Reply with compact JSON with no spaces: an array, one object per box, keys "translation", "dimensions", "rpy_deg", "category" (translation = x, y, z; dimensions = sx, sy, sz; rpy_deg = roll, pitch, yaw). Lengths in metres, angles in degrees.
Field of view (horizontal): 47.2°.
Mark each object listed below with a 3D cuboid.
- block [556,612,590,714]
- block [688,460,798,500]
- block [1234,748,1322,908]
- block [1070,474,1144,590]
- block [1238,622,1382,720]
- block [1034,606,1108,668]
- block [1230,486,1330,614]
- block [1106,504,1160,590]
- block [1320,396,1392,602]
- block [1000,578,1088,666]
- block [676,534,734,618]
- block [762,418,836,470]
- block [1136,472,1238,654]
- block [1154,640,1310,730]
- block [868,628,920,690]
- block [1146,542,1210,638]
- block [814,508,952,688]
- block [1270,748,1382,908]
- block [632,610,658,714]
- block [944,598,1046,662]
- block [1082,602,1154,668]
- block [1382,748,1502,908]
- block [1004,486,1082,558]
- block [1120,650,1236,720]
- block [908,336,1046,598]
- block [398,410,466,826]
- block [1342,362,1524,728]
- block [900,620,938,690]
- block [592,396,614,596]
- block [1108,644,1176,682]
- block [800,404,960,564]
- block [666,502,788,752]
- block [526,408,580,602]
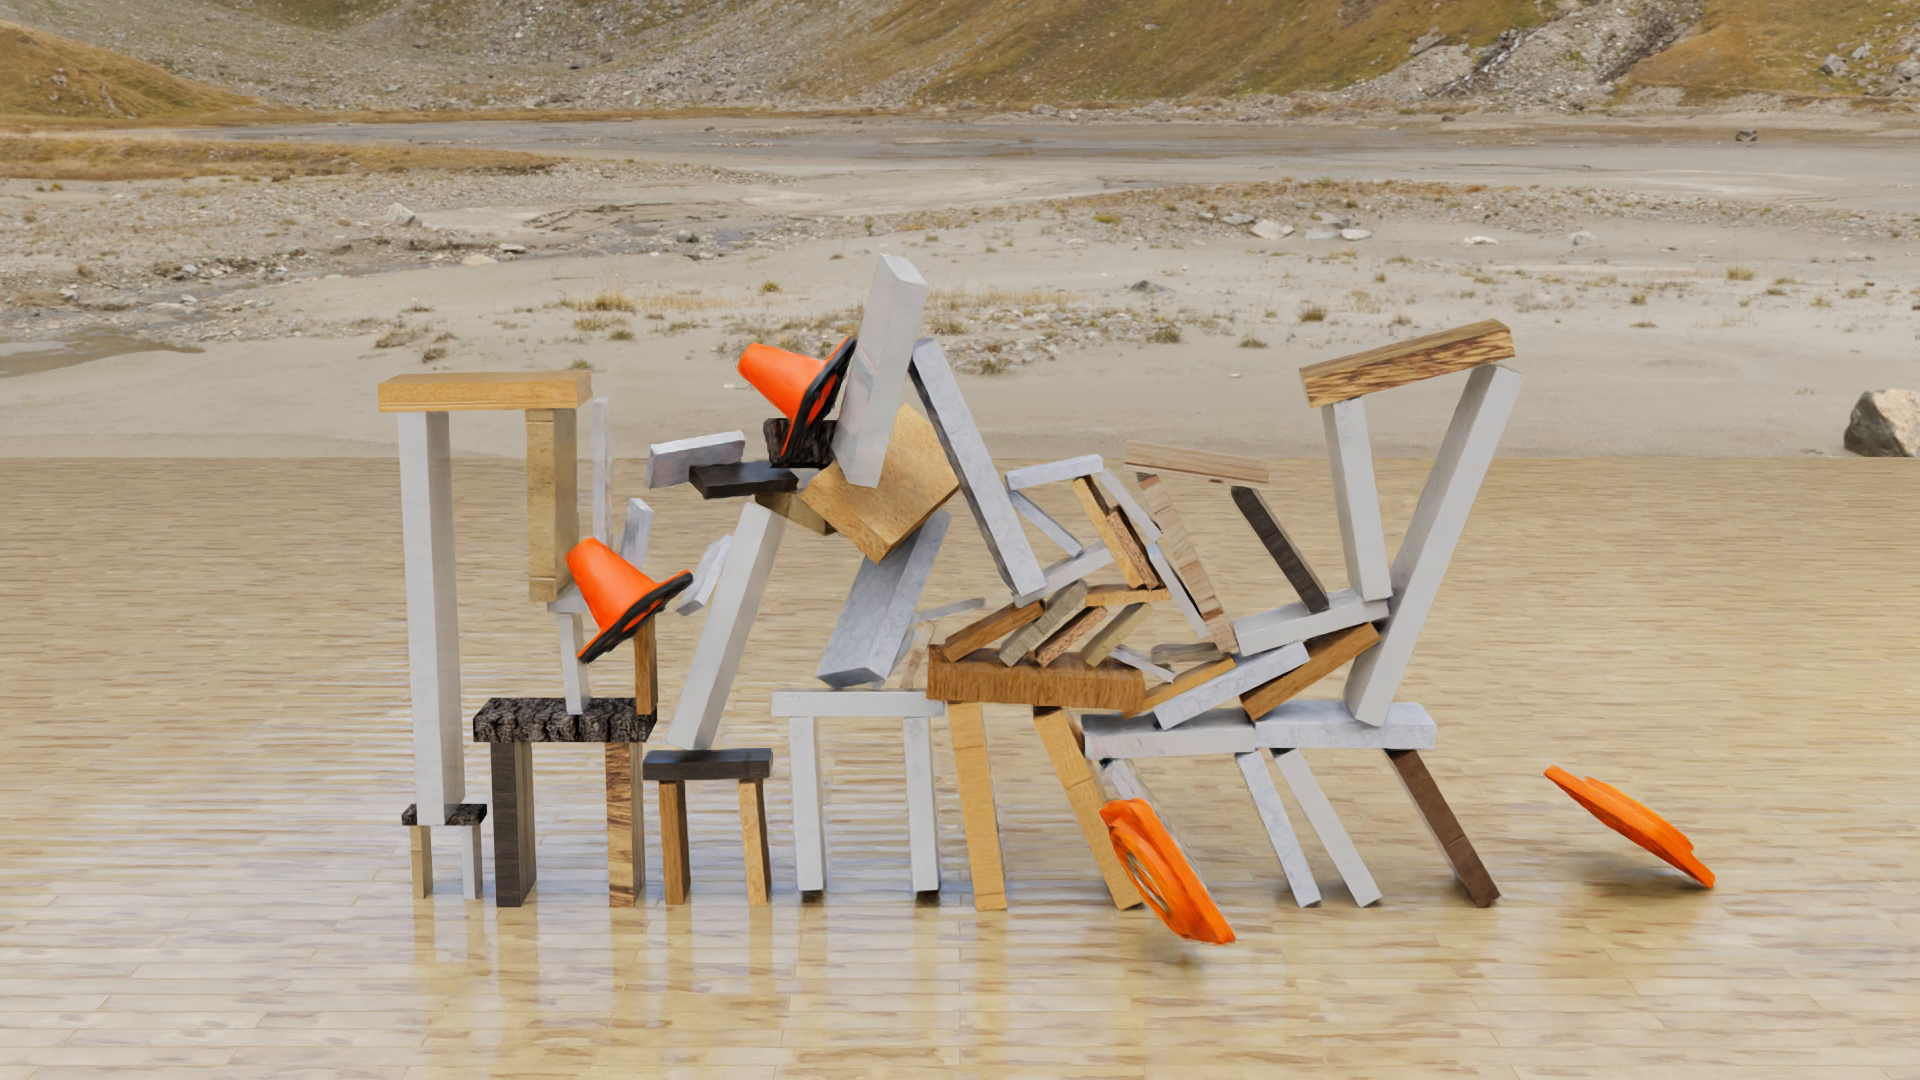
[{"translation":[-0.632,0.193,3.602],"dimensions":[0.024,0.167,0.084],"rpy_deg":[-4,10,1],"category":"block"},{"translation":[-0.358,-0.101,3.636],"dimensions":[0.161,0.023,0.081],"rpy_deg":[-6,28,-26],"category":"block"},{"translation":[0.521,0.459,3.645],"dimensions":[0.039,0.275,0.137],"rpy_deg":[-23,10,4],"category":"block"},{"translation":[0.242,-0.017,3.559],"dimensions":[0.022,0.197,0.077],"rpy_deg":[-30,3,13],"category":"block"},{"translation":[0.567,0.201,3.594],"dimensions":[0.244,0.035,0.122],"rpy_deg":[-33,7,8],"category":"block"},{"translation":[0.180,0.151,3.589],"dimensions":[0.136,0.019,0.068],"rpy_deg":[-40,9,6],"category":"block"},{"translation":[0.518,0.007,3.564],"dimensions":[0.033,0.230,0.115],"rpy_deg":[-34,6,11],"category":"block"},{"translation":[0.281,0.010,3.556],"dimensions":[0.019,0.137,0.068],"rpy_deg":[-30,6,13],"category":"block"},{"translation":[0.636,-0.076,3.542],"dimensions":[0.046,0.322,0.161],"rpy_deg":[-10,10,3],"category":"block"},{"translation":[0.136,0.130,3.584],"dimensions":[0.174,0.025,0.087],"rpy_deg":[-43,6,9],"category":"block"},{"translation":[-0.414,0.058,3.587],"dimensions":[0.019,0.136,0.068],"rpy_deg":[37,-35,-20],"category":"block"},{"translation":[-0.249,-0.161,3.690],"dimensions":[0.161,0.081,0.023],"rpy_deg":[1,-24,-35],"category":"block"},{"translation":[0.369,0.030,3.573],"dimensions":[0.033,0.310,0.115],"rpy_deg":[-25,9,7],"category":"block"},{"translation":[0.440,0.225,3.598],"dimensions":[0.262,0.035,0.122],"rpy_deg":[-26,8,6],"category":"block"},{"translation":[-0.112,0.199,3.695],"dimensions":[0.017,0.119,0.059],"rpy_deg":[38,-8,-8],"category":"block"},{"translation":[0.352,0.080,3.552],"dimensions":[0.019,0.159,0.068],"rpy_deg":[-31,17,9],"category":"block"},{"translation":[-0.130,0.095,3.744],"dimensions":[0.045,0.320,0.160],"rpy_deg":[34,-26,-26],"category":"block"},{"translation":[0.600,0.456,3.647],"dimensions":[0.041,0.291,0.145],"rpy_deg":[-30,9,5],"category":"block"},{"translation":[-0.515,0.194,3.600],"dimensions":[0.024,0.167,0.084],"rpy_deg":[-1,10,0],"category":"block"},{"translation":[0.057,0.140,3.591],"dimensions":[0.174,0.025,0.087],"rpy_deg":[-28,8,7],"category":"block"},{"translation":[0.256,0.148,3.590],"dimensions":[0.136,0.019,0.068],"rpy_deg":[-45,11,6],"category":"block"},{"translation":[0.791,0.457,3.645],"dimensions":[0.041,0.291,0.145],"rpy_deg":[-31,10,4],"category":"block"},{"translation":[0.134,-0.033,3.600],"dimensions":[0.154,0.022,0.077],"rpy_deg":[40,6,-5],"category":"block"},{"translation":[0.357,0.237,3.602],"dimensions":[0.200,0.016,0.058],"rpy_deg":[-27,7,7],"category":"block"},{"translation":[0.019,-0.120,3.534],"dimensions":[0.047,0.426,0.167],"rpy_deg":[-25,9,-4],"category":"block"},{"translation":[-0.858,0.117,3.578],"dimensions":[0.044,0.673,0.155],"rpy_deg":[0,11,0],"category":"block"},{"translation":[0.756,0.001,3.541],"dimensions":[0.046,0.601,0.161],"rpy_deg":[20,11,-1],"category":"block"},{"translation":[-0.069,0.193,3.676],"dimensions":[0.017,0.119,0.059],"rpy_deg":[22,-1,4],"category":"block"},{"translation":[-0.577,-0.070,3.549],"dimensions":[0.019,0.316,0.068],"rpy_deg":[1,11,0],"category":"block"},{"translation":[0.296,0.198,3.614],"dimensions":[0.116,0.016,0.058],"rpy_deg":[24,9,-8],"category":"block"},{"translation":[-0.113,-0.099,3.675],"dimensions":[0.167,0.047,0.334],"rpy_deg":[41,36,4],"category":"block"},{"translation":[-0.383,0.145,3.627],"dimensions":[0.045,0.409,0.160],"rpy_deg":[18,-3,6],"category":"block"},{"translation":[-0.657,-0.067,3.553],"dimensions":[0.044,0.310,0.155],"rpy_deg":[2,10,3],"category":"block"}]
